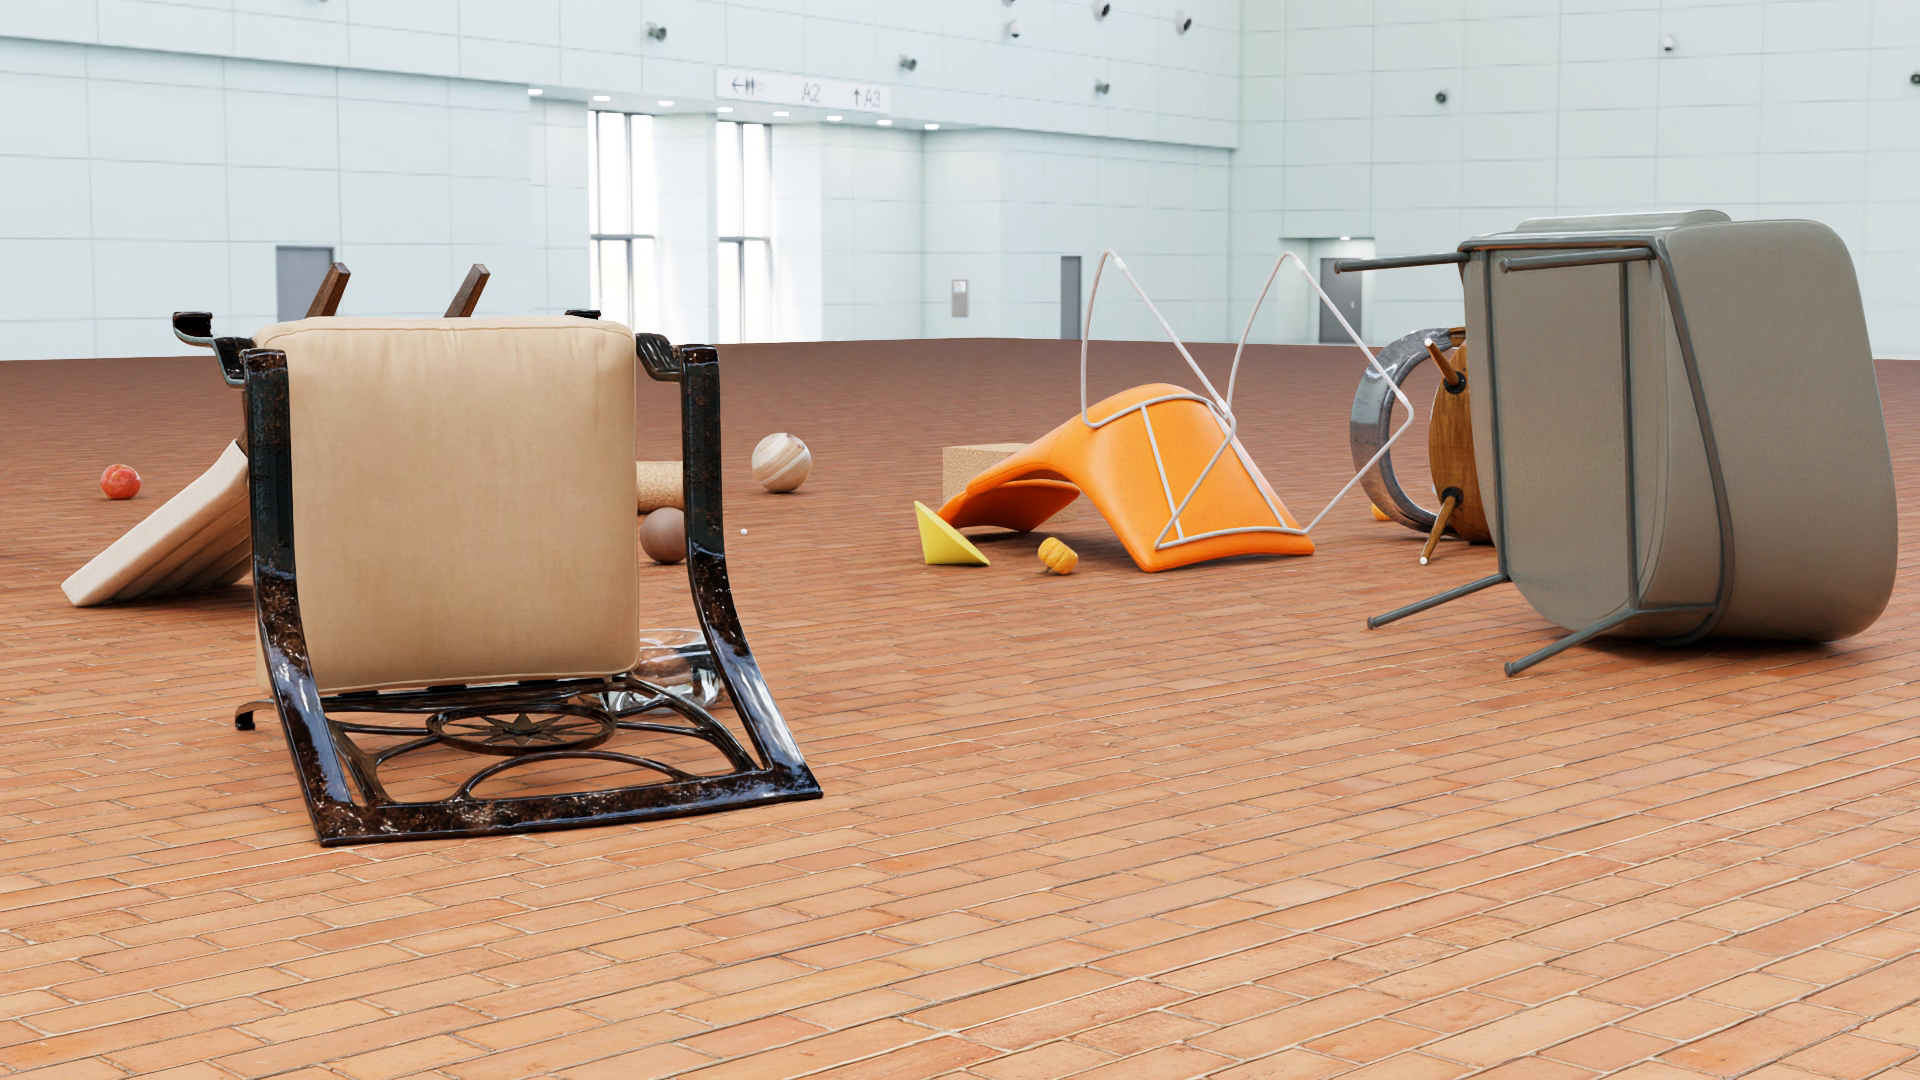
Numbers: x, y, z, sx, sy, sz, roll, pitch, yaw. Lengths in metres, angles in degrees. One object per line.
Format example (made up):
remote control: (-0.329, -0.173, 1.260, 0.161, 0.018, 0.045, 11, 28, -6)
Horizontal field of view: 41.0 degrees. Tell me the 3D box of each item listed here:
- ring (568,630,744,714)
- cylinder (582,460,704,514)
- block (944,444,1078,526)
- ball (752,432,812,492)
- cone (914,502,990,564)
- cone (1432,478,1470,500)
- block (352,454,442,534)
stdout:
ring: (-0.470, 0.202, 3.972, 0.272, 0.100, 0.342, -1, 5, -1)
cylinder: (-0.886, -0.148, 7.164, 0.312, 0.141, 0.235, -1, 10, -14)
block: (0.136, -0.154, 6.964, 0.255, 0.194, 0.262, -5, 8, -40)
ball: (-0.543, -0.234, 7.795, 0.182, 0.182, 0.182, 0, 6, 0)
cone: (-0.048, 0.019, 5.874, 0.223, 0.094, 0.233, 37, 5, -32)
cone: (1.447, -0.138, 7.610, 0.127, 0.070, 0.052, -3, -27, -16)
block: (-1.457, -0.120, 6.640, 0.165, 0.192, 0.157, 2, 6, 21)
